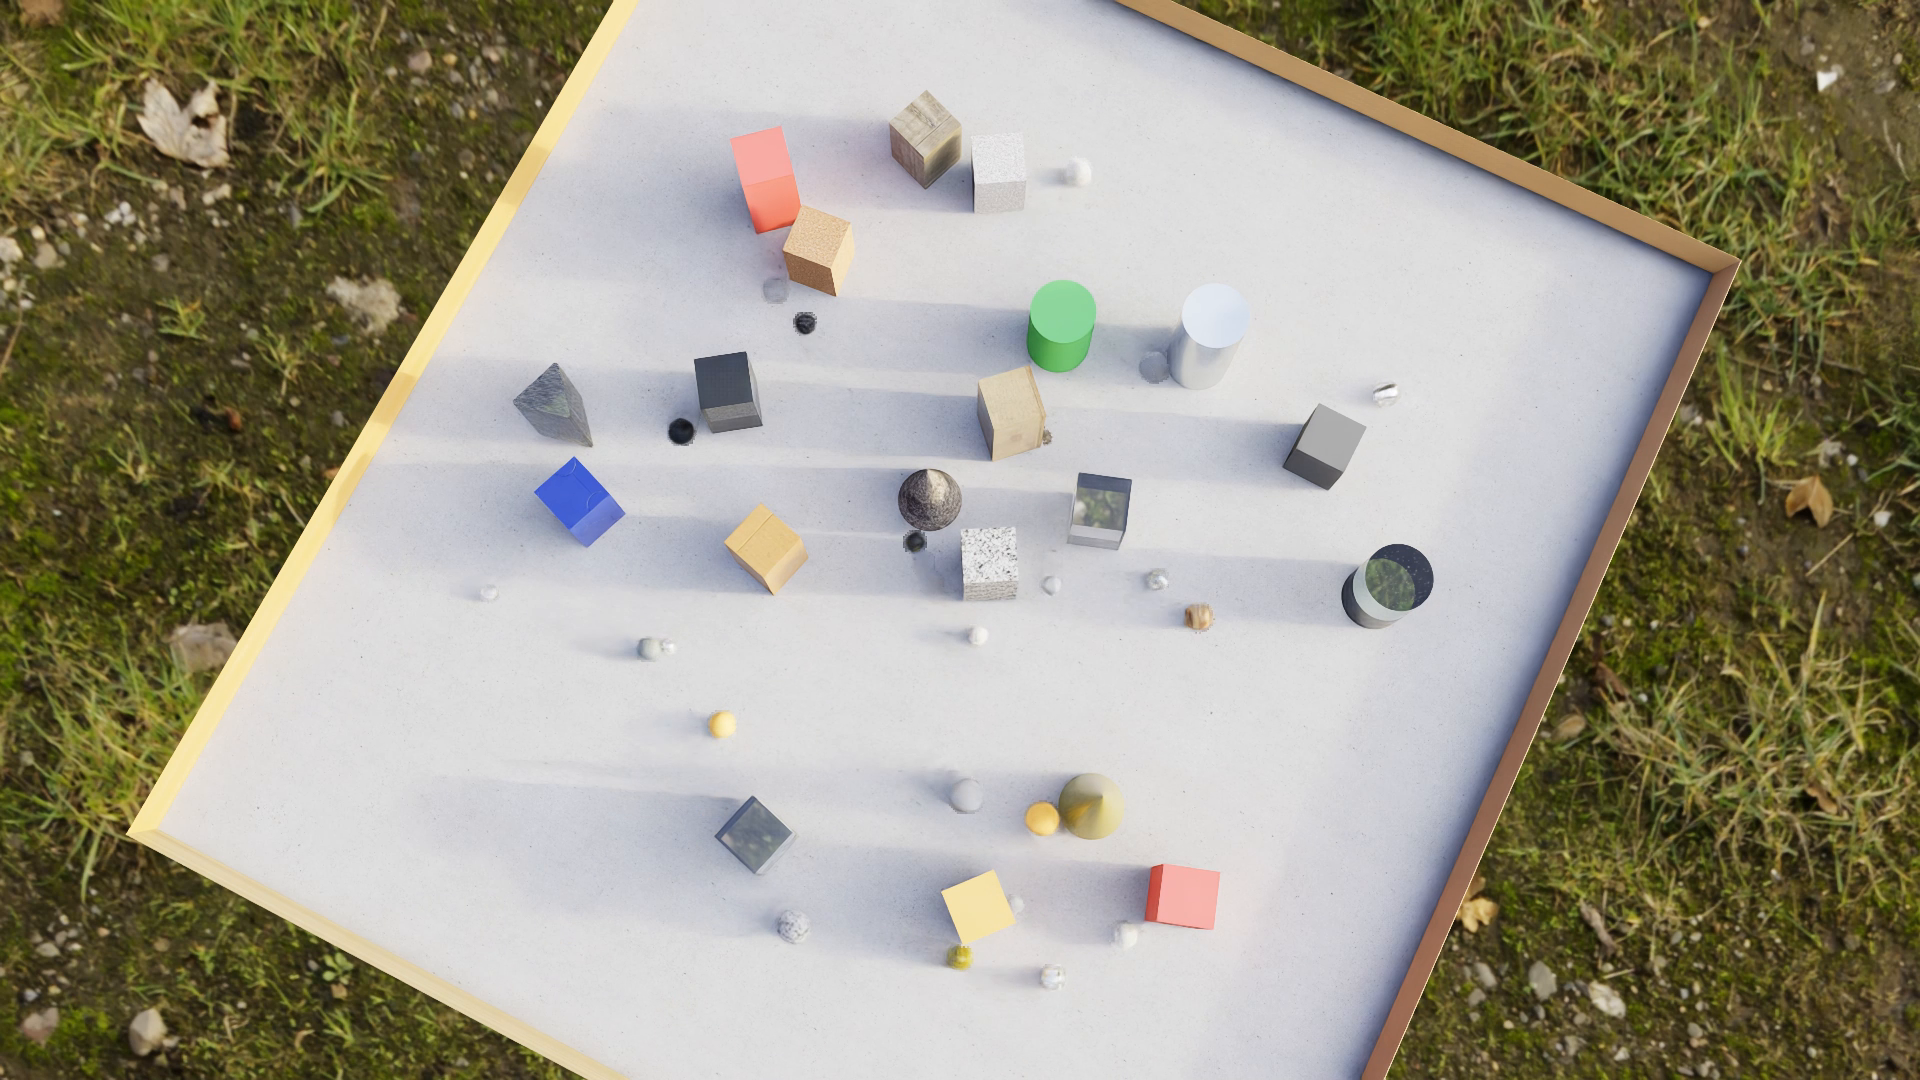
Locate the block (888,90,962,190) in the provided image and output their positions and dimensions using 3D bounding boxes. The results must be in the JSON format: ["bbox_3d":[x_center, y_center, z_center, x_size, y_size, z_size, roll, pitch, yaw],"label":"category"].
[{"bbox_3d":[-0.107,-1.252,5.746,0.158,0.255,0.158,-43,81,-8],"label":"block"}]

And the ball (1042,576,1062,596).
[{"bbox_3d":[0.278,0.138,5.557,0.060,0.060,0.060,0,78,0],"label":"ball"}]

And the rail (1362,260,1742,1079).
[{"bbox_3d":[1.562,0.771,5.390,0.045,0.128,3.733,26,80,5],"label":"rail"}]

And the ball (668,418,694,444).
[{"bbox_3d":[-0.858,-0.334,5.645,0.079,0.079,0.079,0,78,0],"label":"ball"}]

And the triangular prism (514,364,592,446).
[{"bbox_3d":[-1.202,-0.415,5.525,0.171,0.348,0.148,15,79,3],"label":"triangular prism"}]

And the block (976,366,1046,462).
[{"bbox_3d":[0.151,-0.376,5.505,0.158,0.372,0.158,-17,79,-3],"label":"block"}]

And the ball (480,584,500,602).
[{"bbox_3d":[-1.425,0.158,5.556,0.054,0.054,0.054,0,78,0],"label":"ball"}]

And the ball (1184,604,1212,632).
[{"bbox_3d":[0.718,0.233,5.526,0.084,0.084,0.084,0,78,0],"label":"ball"}]

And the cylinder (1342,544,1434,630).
[{"bbox_3d":[1.260,0.141,5.416,0.198,0.335,0.198,0,78,0],"label":"cylinder"}]

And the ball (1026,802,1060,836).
[{"bbox_3d":[0.243,0.823,5.396,0.097,0.097,0.097,0,78,0],"label":"ball"}]

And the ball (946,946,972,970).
[{"bbox_3d":[-0.004,1.216,5.328,0.073,0.073,0.073,0,78,0],"label":"ball"}]

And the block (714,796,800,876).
[{"bbox_3d":[-0.586,0.859,5.315,0.158,0.243,0.158,42,81,8],"label":"block"}]

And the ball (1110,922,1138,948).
[{"bbox_3d":[0.478,1.150,5.338,0.079,0.079,0.079,0,78,0],"label":"ball"}]

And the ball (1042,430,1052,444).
[{"bbox_3d":[0.264,-0.318,5.661,0.042,0.042,0.042,0,78,0],"label":"ball"}]

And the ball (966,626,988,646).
[{"bbox_3d":[0.051,0.288,5.525,0.062,0.062,0.062,0,78,0],"label":"ball"}]

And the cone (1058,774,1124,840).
[{"bbox_3d":[0.391,0.747,5.231,0.198,0.452,0.198,0,78,0],"label":"cone"}]

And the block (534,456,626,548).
[{"bbox_3d":[-1.139,-0.111,5.504,0.158,0.266,0.158,-43,81,-8],"label":"block"}]

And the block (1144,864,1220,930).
[{"bbox_3d":[0.632,1.020,5.233,0.158,0.338,0.158,8,78,2],"label":"block"}]

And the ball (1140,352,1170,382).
[{"bbox_3d":[0.602,-0.538,5.681,0.092,0.092,0.092,0,78,0],"label":"ball"}]

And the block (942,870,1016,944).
[{"bbox_3d":[0.052,1.050,5.233,0.158,0.325,0.158,-22,79,-4],"label":"block"}]

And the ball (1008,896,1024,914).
[{"bbox_3d":[0.162,1.068,5.369,0.053,0.053,0.053,0,78,0],"label":"ball"}]

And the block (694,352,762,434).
[{"bbox_3d":[-0.702,-0.446,5.569,0.158,0.274,0.158,-9,78,-2],"label":"block"}]

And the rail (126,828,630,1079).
[{"bbox_3d":[-0.824,1.621,5.215,3.540,0.128,0.045,26,80,5],"label":"rail"}]

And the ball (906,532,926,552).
[{"bbox_3d":[-0.137,0.007,5.584,0.062,0.062,0.062,0,78,0],"label":"ball"}]

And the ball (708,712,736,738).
[{"bbox_3d":[-0.710,0.553,5.461,0.080,0.080,0.080,0,78,0],"label":"ball"}]

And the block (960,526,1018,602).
[{"bbox_3d":[0.085,0.075,5.438,0.158,0.319,0.158,-3,78,-1],"label":"block"}]

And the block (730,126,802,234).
[{"bbox_3d":[-0.590,-1.104,5.648,0.158,0.386,0.158,-15,79,-3],"label":"block"}]

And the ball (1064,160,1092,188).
[{"bbox_3d":[0.372,-1.163,5.812,0.089,0.089,0.089,0,78,0],"label":"ball"}]

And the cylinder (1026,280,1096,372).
[{"bbox_3d":[0.307,-0.650,5.597,0.198,0.301,0.198,0,78,0],"label":"cylinder"}]

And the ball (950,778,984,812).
[{"bbox_3d":[0.019,0.755,5.410,0.099,0.099,0.099,0,78,0],"label":"ball"}]

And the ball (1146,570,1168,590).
[{"bbox_3d":[0.599,0.122,5.558,0.065,0.065,0.065,0,78,0],"label":"ball"}]

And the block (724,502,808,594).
[{"bbox_3d":[-0.573,0.030,5.457,0.158,0.301,0.158,41,81,8],"label":"block"}]

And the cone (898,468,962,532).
[{"bbox_3d":[-0.092,-0.164,5.448,0.198,0.396,0.198,0,78,0],"label":"cone"}]

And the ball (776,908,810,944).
[{"bbox_3d":[-0.485,1.124,5.334,0.099,0.099,0.099,0,78,0],"label":"ball"}]

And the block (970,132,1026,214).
[{"bbox_3d":[0.119,-1.145,5.730,0.158,0.243,0.158,-4,78,-1],"label":"block"}]

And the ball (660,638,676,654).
[{"bbox_3d":[-0.879,0.321,5.527,0.046,0.046,0.046,0,78,0],"label":"ball"}]

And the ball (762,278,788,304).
[{"bbox_3d":[-0.580,-0.782,5.737,0.080,0.080,0.080,0,78,0],"label":"ball"}]

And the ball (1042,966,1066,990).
[{"bbox_3d":[0.272,1.271,5.316,0.073,0.073,0.073,0,78,0],"label":"ball"}]

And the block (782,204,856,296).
[{"bbox_3d":[-0.434,-0.892,5.668,0.158,0.261,0.158,21,79,4],"label":"block"}]

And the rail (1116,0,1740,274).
[{"bbox_3d":[0.824,-1.607,5.883,3.540,0.128,0.045,26,80,5],"label":"rail"}]

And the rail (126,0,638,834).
[{"bbox_3d":[-1.562,-0.758,5.707,0.045,0.128,3.733,26,80,5],"label":"rail"}]

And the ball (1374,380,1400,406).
[{"bbox_3d":[1.323,-0.454,5.669,0.081,0.081,0.081,0,78,0],"label":"ball"}]

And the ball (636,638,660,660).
[{"bbox_3d":[-0.936,0.328,5.512,0.072,0.072,0.072,0,78,0],"label":"ball"}]

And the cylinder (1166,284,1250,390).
[{"bbox_3d":[0.742,-0.607,5.522,0.198,0.431,0.198,0,78,0],"label":"cylinder"}]

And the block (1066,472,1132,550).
[{"bbox_3d":[0.416,-0.083,5.491,0.158,0.279,0.158,8,78,2],"label":"block"}]

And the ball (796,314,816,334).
[{"bbox_3d":[-0.482,-0.676,5.724,0.064,0.064,0.064,0,78,0],"label":"ball"}]

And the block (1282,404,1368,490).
[{"bbox_3d":[1.103,-0.280,5.553,0.158,0.237,0.158,28,80,5],"label":"block"}]
